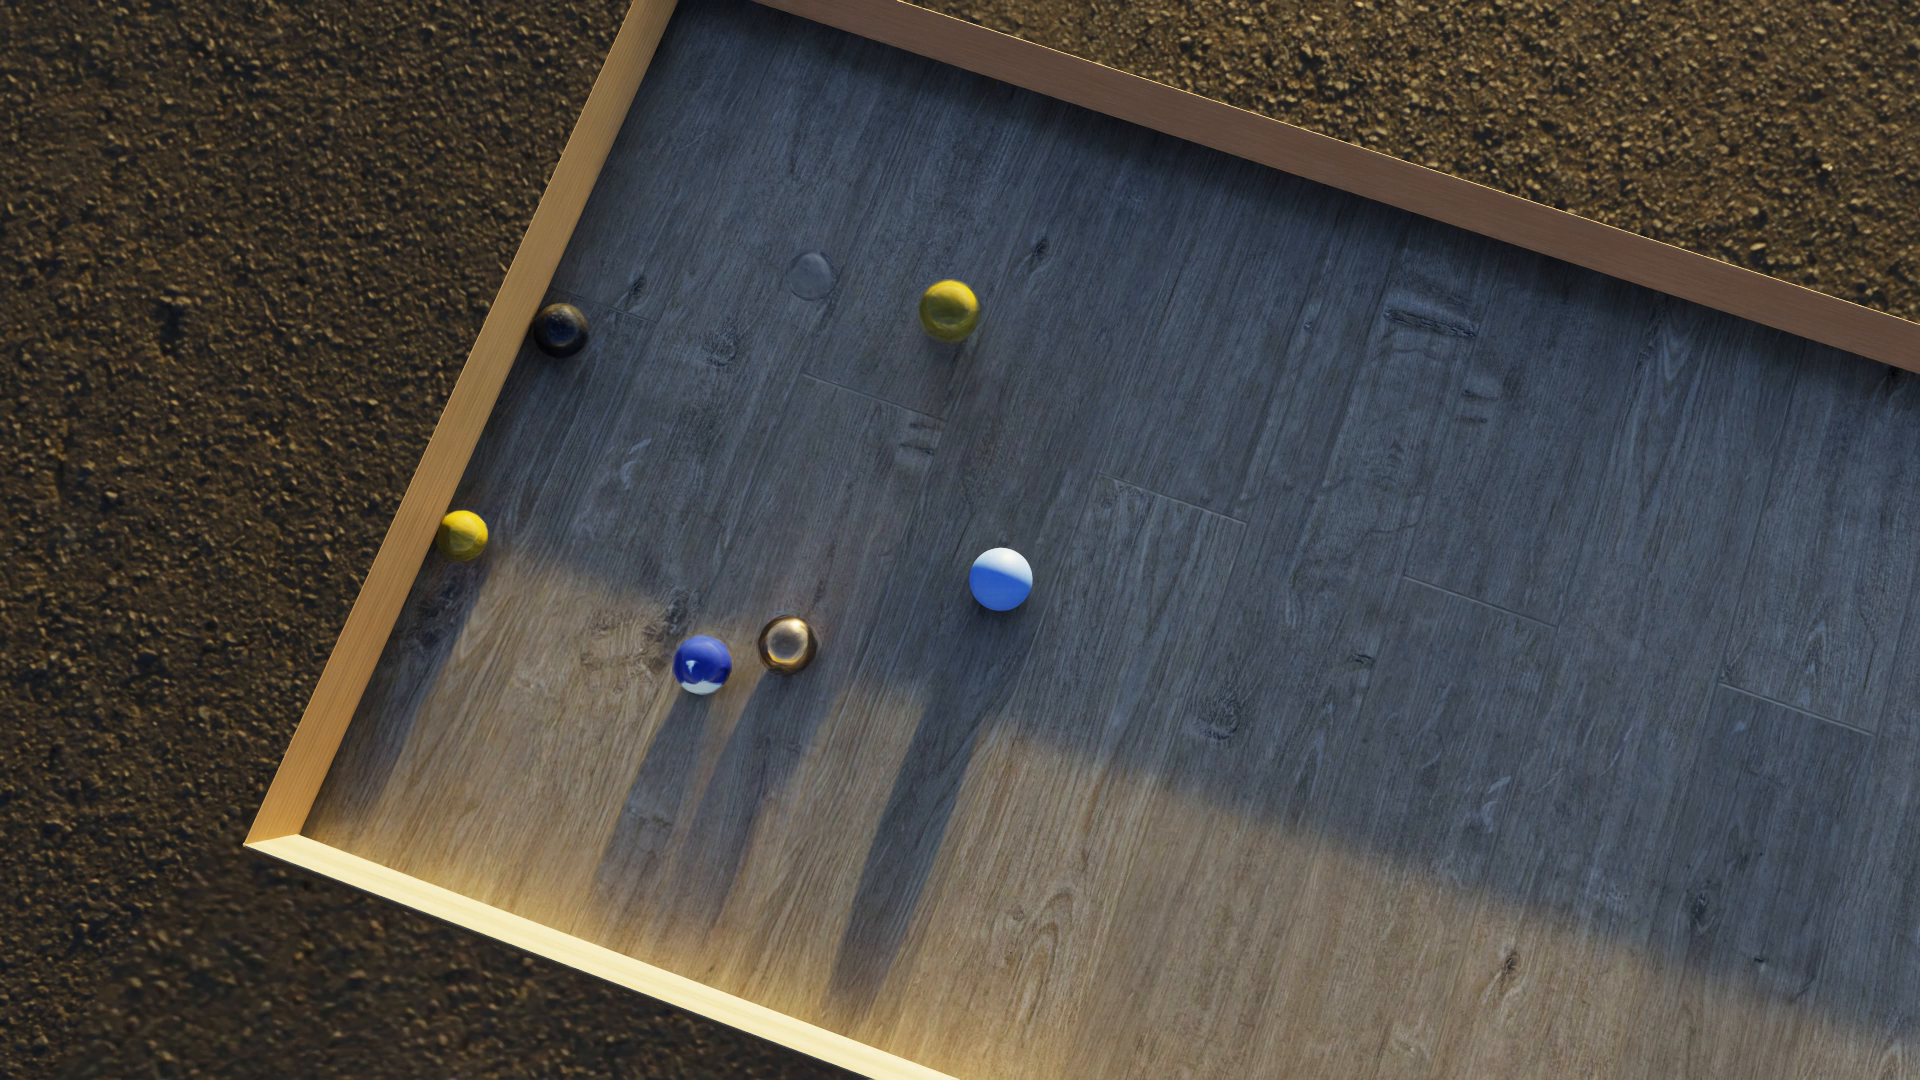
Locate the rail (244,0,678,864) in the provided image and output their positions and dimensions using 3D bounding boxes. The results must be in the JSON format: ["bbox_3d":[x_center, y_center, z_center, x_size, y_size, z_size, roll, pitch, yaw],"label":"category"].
[{"bbox_3d":[-0.734,-0.258,3.446,0.045,0.129,1.617,19,73,6],"label":"rail"}]

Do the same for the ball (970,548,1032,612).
[{"bbox_3d":[0.062,0.060,3.362,0.097,0.097,0.097,0,72,0],"label":"ball"}]

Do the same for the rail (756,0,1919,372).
[{"bbox_3d":[1.022,-0.450,3.507,3.214,0.129,0.045,19,73,6],"label":"rail"}]

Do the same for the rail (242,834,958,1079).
[{"bbox_3d":[0.490,0.956,3.057,3.214,0.129,0.045,19,73,6],"label":"rail"}]

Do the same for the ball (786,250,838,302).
[{"bbox_3d":[-0.237,-0.424,3.525,0.082,0.082,0.082,0,72,0],"label":"ball"}]

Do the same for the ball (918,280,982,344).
[{"bbox_3d":[-0.016,-0.362,3.496,0.099,0.099,0.099,0,72,0],"label":"ball"}]

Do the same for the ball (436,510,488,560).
[{"bbox_3d":[-0.768,-0.007,3.393,0.078,0.078,0.078,0,72,0],"label":"ball"}]

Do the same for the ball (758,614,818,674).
[{"bbox_3d":[-0.261,0.158,3.334,0.090,0.090,0.090,0,72,0],"label":"ball"}]

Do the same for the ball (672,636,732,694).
[{"bbox_3d":[-0.389,0.189,3.325,0.089,0.089,0.089,0,72,0],"label":"ball"}]

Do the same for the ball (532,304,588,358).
[{"bbox_3d":[-0.634,-0.332,3.492,0.087,0.087,0.087,0,72,0],"label":"ball"}]
